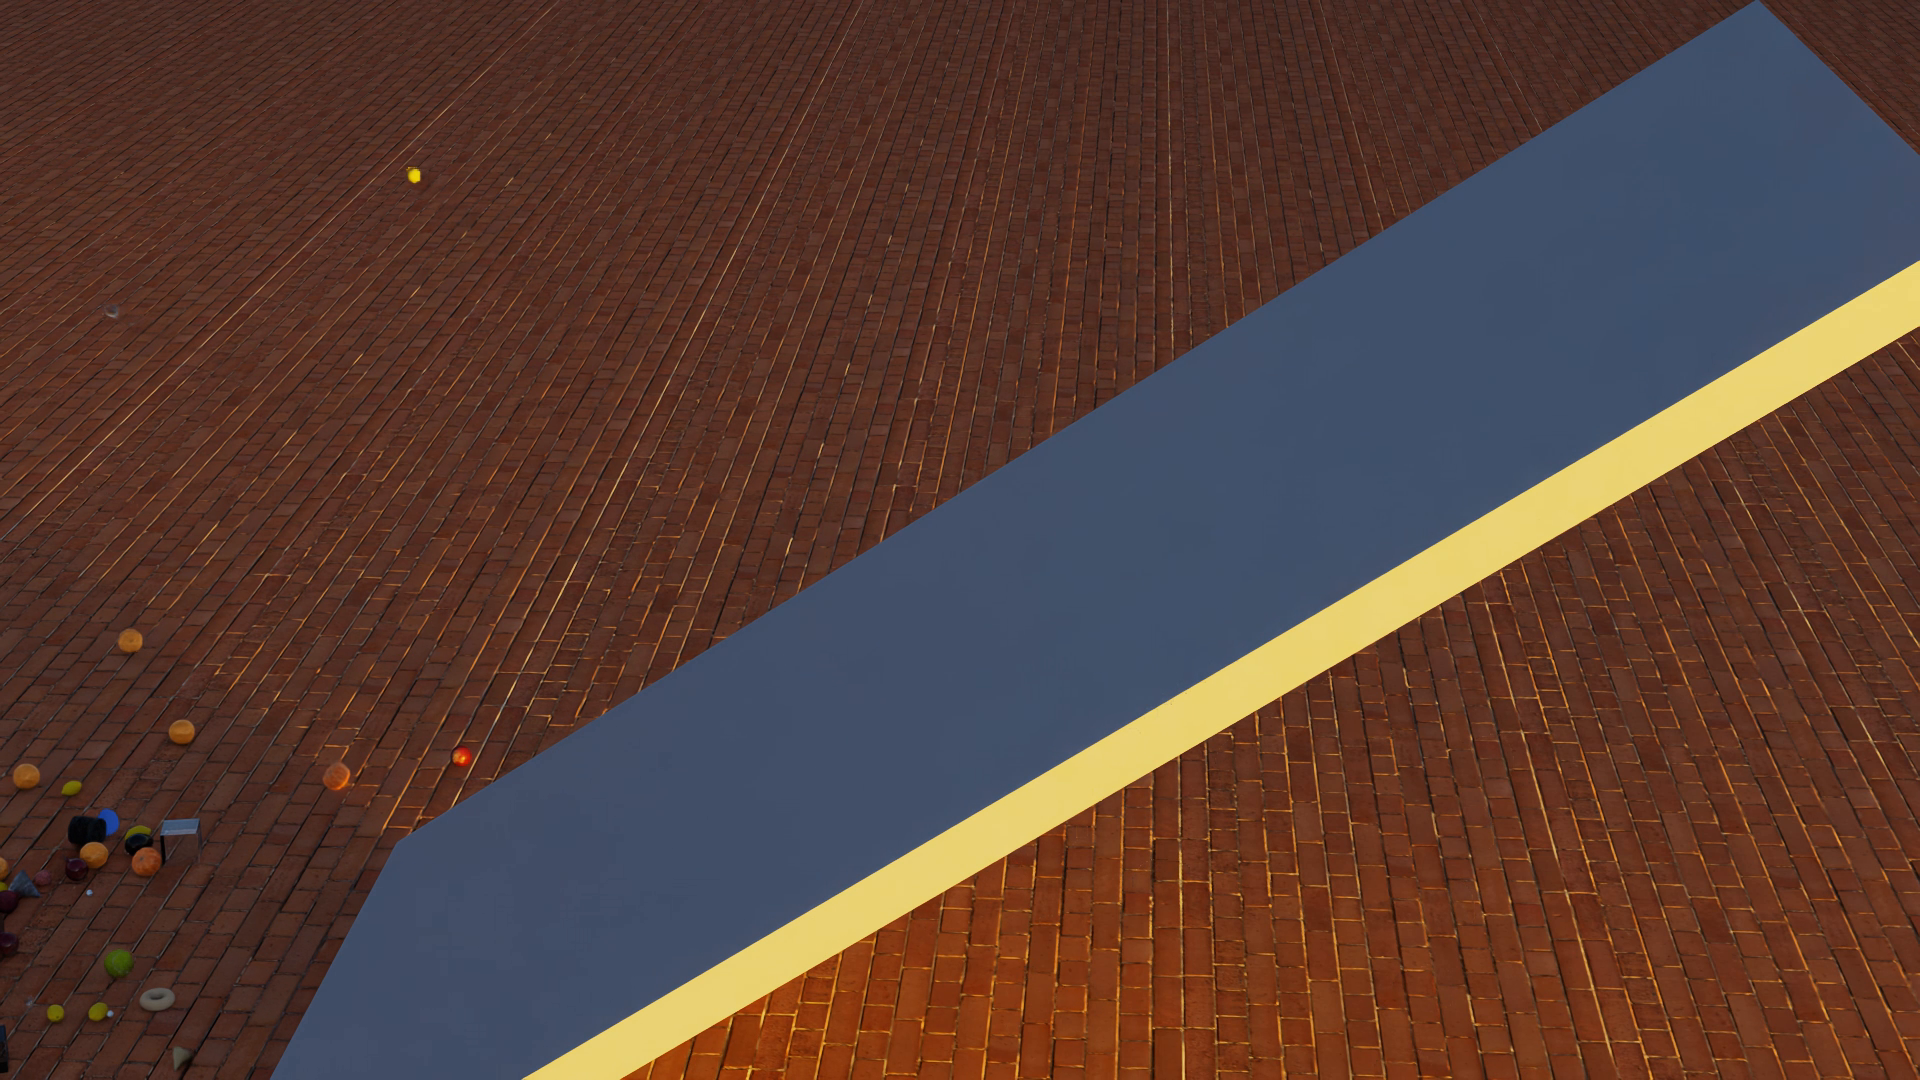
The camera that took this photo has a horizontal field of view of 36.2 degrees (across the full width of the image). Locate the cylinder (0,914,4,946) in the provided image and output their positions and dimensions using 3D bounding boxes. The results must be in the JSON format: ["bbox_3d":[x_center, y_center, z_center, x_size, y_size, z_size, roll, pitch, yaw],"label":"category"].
[{"bbox_3d":[-2.447,0.975,7.340,0.093,0.093,0.093,0,21,1],"label":"cylinder"}]

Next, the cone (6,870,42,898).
[{"bbox_3d":[-2.408,0.905,7.604,0.079,0.079,0.079,29,23,0],"label":"cone"}]

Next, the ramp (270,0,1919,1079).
[{"bbox_3d":[0.138,0.172,6.301,4.000,0.100,2.000,-32,16,14],"label":"ramp"}]

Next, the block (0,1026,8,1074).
[{"bbox_3d":[-2.250,1.183,6.811,0.080,0.080,0.080,-6,22,-15],"label":"block"}]

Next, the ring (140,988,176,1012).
[{"bbox_3d":[-1.933,1.107,7.086,0.084,0.028,0.084,1,22,0],"label":"ring"}]

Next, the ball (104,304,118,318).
[{"bbox_3d":[-3.610,-0.974,12.515,0.056,0.056,0.056,0,21,0],"label":"ball"}]

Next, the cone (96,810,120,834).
[{"bbox_3d":[-2.328,0.772,7.960,0.071,0.071,0.071,-19,9,31],"label":"cone"}]

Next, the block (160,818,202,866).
[{"bbox_3d":[-2.063,0.802,7.796,0.092,0.092,0.092,-3,21,-7],"label":"block"}]

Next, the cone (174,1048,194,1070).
[{"bbox_3d":[-1.810,1.211,6.817,0.051,0.051,0.051,7,49,19],"label":"cone"}]
